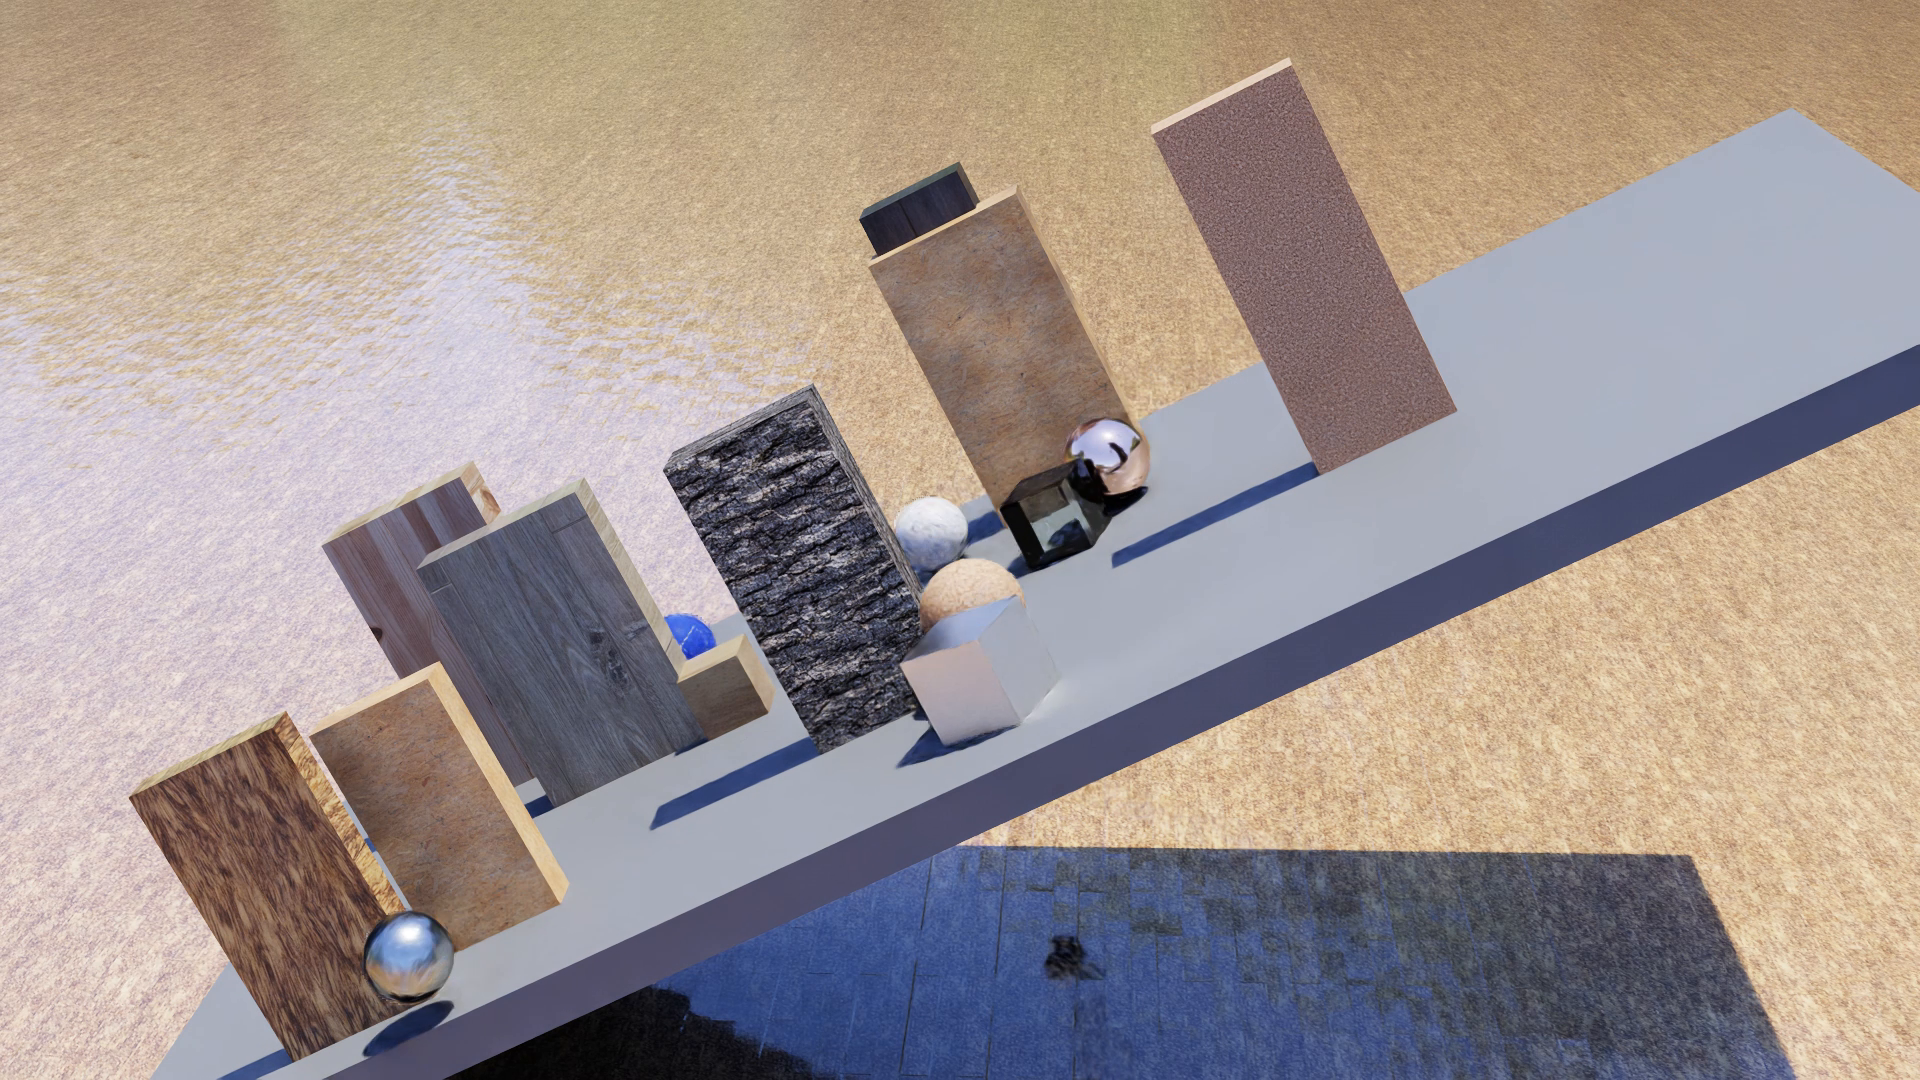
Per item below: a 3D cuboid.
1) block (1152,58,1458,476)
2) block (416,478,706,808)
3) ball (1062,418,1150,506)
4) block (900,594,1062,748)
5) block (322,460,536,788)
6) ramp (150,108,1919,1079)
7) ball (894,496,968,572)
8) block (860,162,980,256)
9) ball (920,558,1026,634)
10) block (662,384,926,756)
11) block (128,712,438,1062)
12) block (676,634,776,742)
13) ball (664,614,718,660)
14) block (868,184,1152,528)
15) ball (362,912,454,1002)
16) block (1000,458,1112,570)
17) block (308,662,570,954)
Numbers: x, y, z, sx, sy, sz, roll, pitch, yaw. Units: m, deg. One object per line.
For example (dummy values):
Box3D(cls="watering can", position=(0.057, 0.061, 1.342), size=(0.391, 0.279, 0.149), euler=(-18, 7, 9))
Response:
Box3D(cls="block", position=(0.696, -0.548, 5.939), size=(0.306, 0.782, 0.110), euler=(-25, 14, 10))
Box3D(cls="block", position=(-0.859, 0.229, 6.467), size=(0.398, 0.617, 0.120), euler=(-25, 14, 10))
Box3D(cls="ball", position=(0.324, -0.174, 6.541), size=(0.197, 0.197, 0.197), euler=(0, 17, 0))
Box3D(cls="block", position=(0.040, 0.247, 5.575), size=(0.186, 0.186, 0.186), euler=(-19, 16, 34))
Box3D(cls="block", position=(-1.129, 0.219, 6.827), size=(0.368, 0.710, 0.143), euler=(-25, 14, 10))
Box3D(cls="ramp", position=(0.139, 0.168, 6.281), size=(4.000, 0.100, 2.000), euler=(-25, 14, 10))
Box3D(cls="ball", position=(-0.065, -0.013, 6.759), size=(0.172, 0.172, 0.172), euler=(0, 17, 0))
Box3D(cls="block", position=(0.064, -0.464, 6.844), size=(0.251, 0.789, 0.132), euler=(-25, 14, 10))
Box3D(cls="ball", position=(0.026, 0.139, 5.779), size=(0.208, 0.208, 0.208), euler=(0, 17, 0))
Box3D(cls="block", position=(-0.286, 0.061, 5.873), size=(0.320, 0.663, 0.139), euler=(-25, 14, 10))
Box3D(cls="block", position=(-1.296, 0.674, 5.688), size=(0.325, 0.618, 0.091), euler=(-25, 14, 10))
Box3D(cls="block", position=(-0.511, 0.322, 6.447), size=(0.149, 0.149, 0.149), euler=(-25, 14, 10))
Box3D(cls="ball", position=(-0.637, 0.256, 6.659), size=(0.178, 0.178, 0.178), euler=(0, 17, 0))
Box3D(cls="block", position=(0.119, -0.420, 6.782), size=(0.375, 0.692, 0.125), euler=(-25, 14, 10))
Box3D(cls="ball", position=(-1.039, 0.785, 5.542), size=(0.170, 0.170, 0.170), euler=(0, 17, 0))
Box3D(cls="block", position=(0.210, -0.058, 6.421), size=(0.156, 0.156, 0.156), euler=(-21, 15, 27))
Box3D(cls="block", position=(-1.034, 0.540, 5.857), size=(0.274, 0.529, 0.105), euler=(-25, 14, 10))
